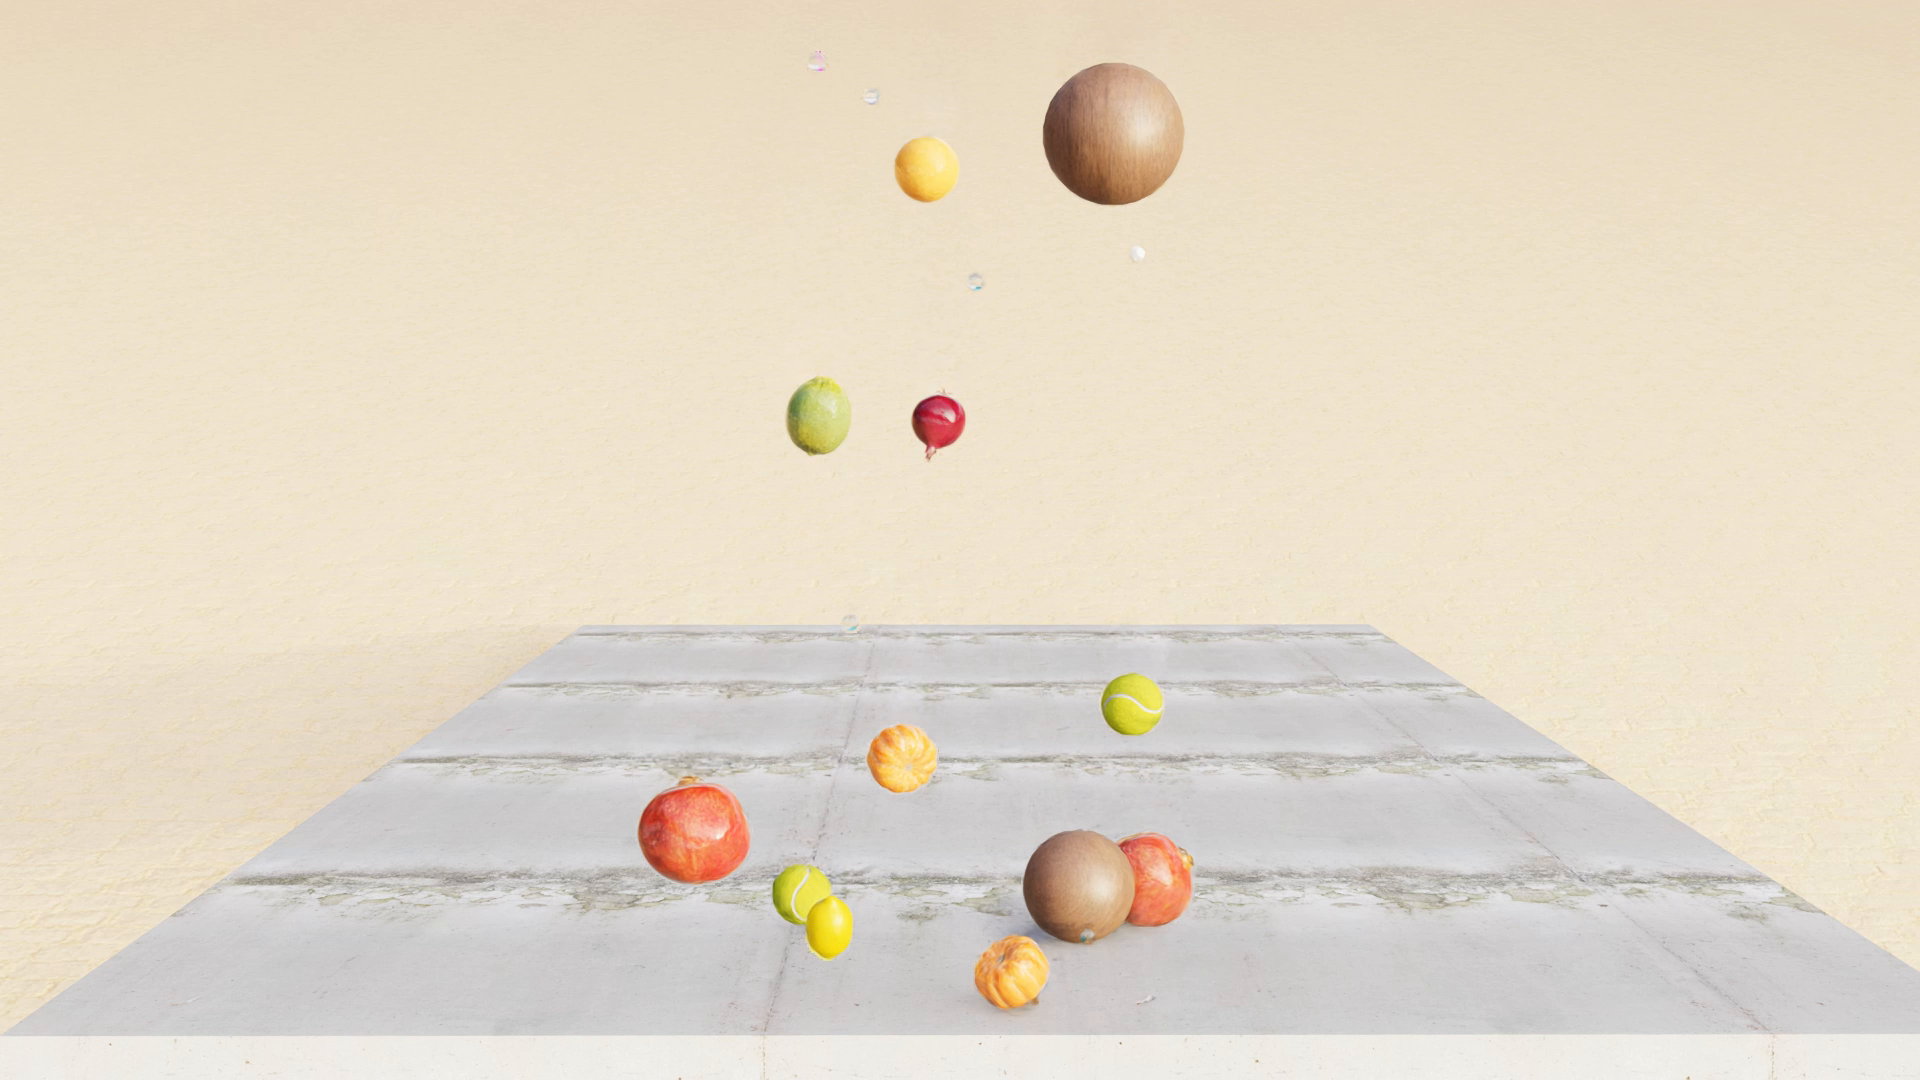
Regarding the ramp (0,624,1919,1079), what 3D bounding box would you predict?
[{"bbox_3d":[0.045,0.403,4.539,2.000,0.100,4.000,0,4,0],"label":"ramp"}]
